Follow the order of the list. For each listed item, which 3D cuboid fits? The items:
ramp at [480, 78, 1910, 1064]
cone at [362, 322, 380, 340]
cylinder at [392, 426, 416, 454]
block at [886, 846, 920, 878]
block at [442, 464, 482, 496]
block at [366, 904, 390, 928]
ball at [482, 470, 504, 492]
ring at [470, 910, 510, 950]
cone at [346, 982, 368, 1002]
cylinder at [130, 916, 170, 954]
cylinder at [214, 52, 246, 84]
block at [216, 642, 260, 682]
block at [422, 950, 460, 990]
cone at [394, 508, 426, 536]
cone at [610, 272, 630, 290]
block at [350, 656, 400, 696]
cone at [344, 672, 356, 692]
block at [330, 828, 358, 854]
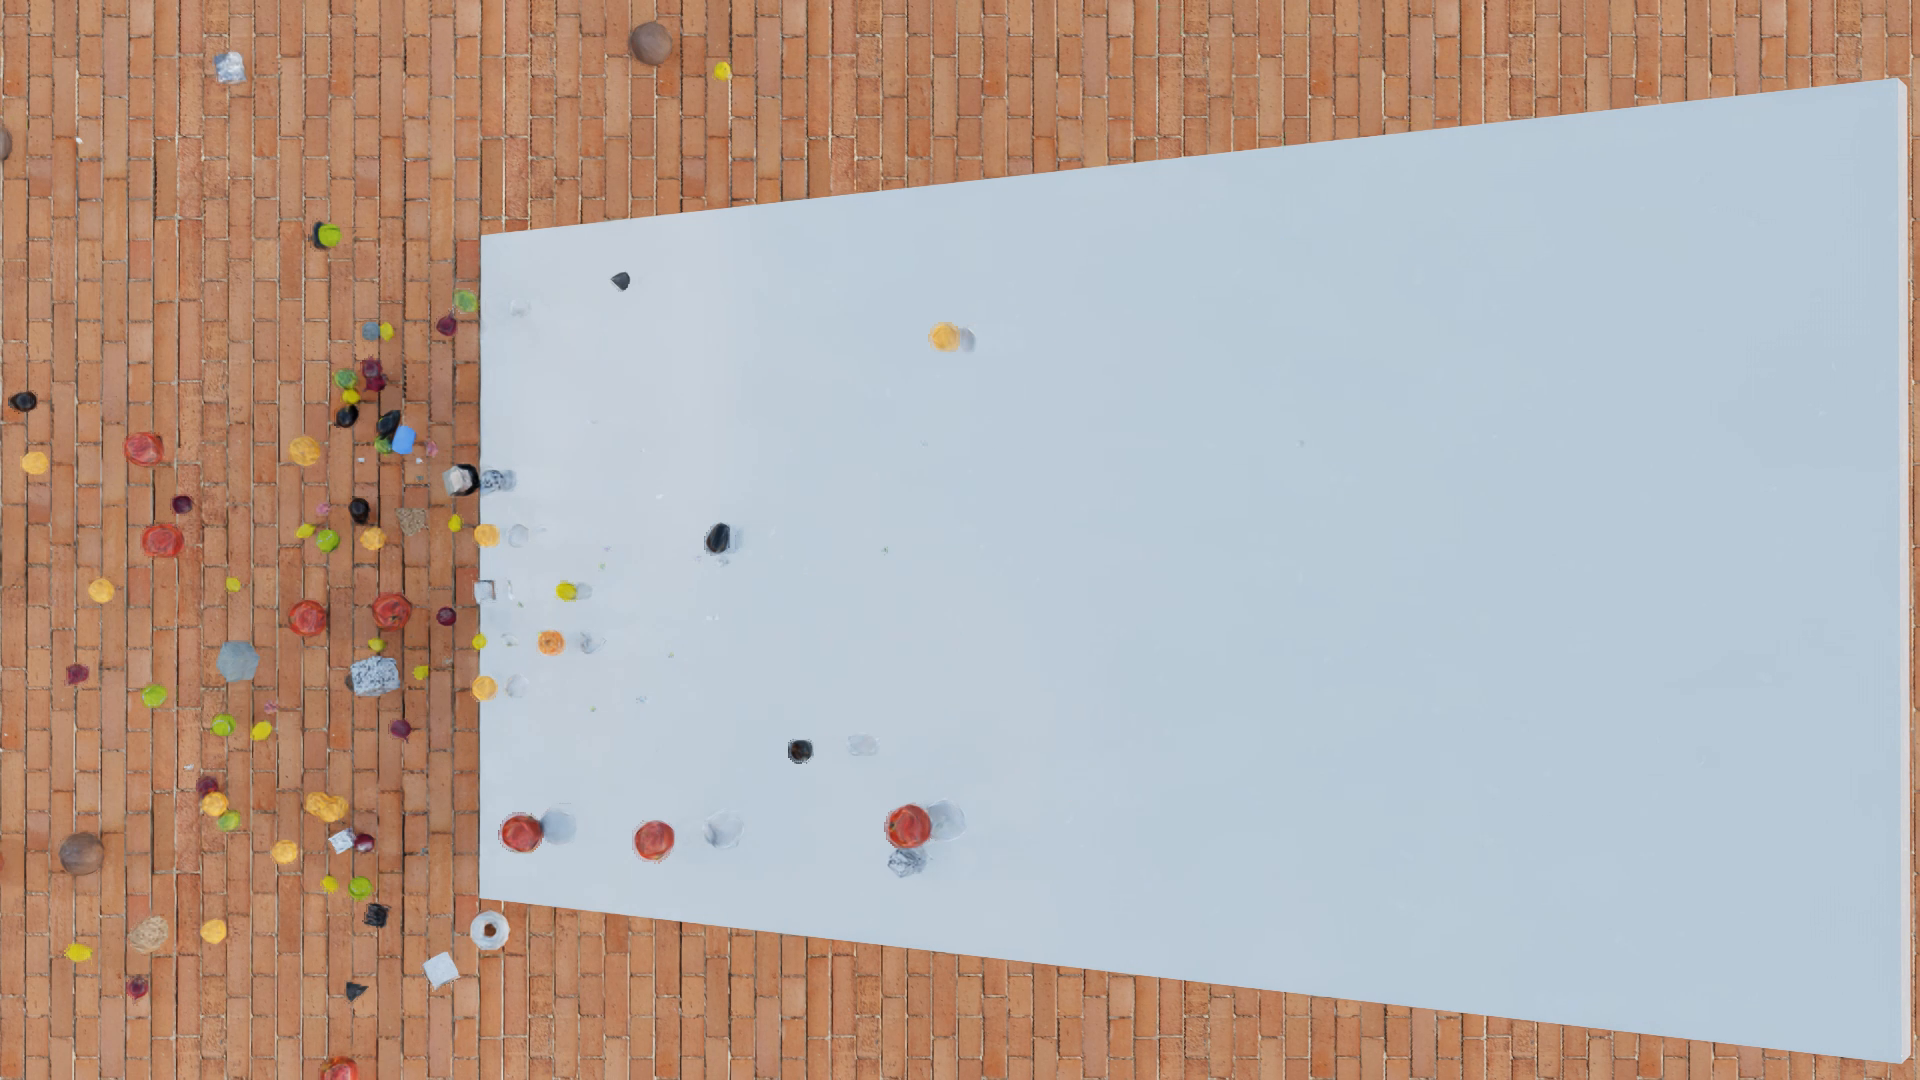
[{"bbox_3d":[0.256,0.070,5.591,4.000,0.100,2.000,0,89,33],"label":"ramp"},{"bbox_3d":[-1.802,-0.639,6.699,0.059,0.059,0.059,0,90,0],"label":"cone"},{"bbox_3d":[-1.679,-0.301,6.641,0.060,0.060,0.060,7,55,0],"label":"cylinder"},{"bbox_3d":[-0.148,0.841,5.755,0.055,0.055,0.055,46,113,25],"label":"block"},{"bbox_3d":[-1.505,-0.179,6.635,0.072,0.072,0.072,-27,75,30],"label":"block"},{"bbox_3d":[-1.770,1.141,6.682,0.055,0.055,0.055,13,88,-6],"label":"block"},{"bbox_3d":[-1.395,-0.178,6.567,0.065,0.065,0.065,0,90,0],"label":"ball"},{"bbox_3d":[-1.430,1.189,6.690,0.121,0.040,0.121,-1,84,5],"label":"ring"},{"bbox_3d":[-1.825,1.365,6.681,0.059,0.059,0.059,-16,90,7],"label":"cone"},{"bbox_3d":[-2.435,1.187,6.612,0.091,0.091,0.091,16,58,-27],"label":"cylinder"},{"bbox_3d":[-2.219,-1.433,6.685,0.079,0.079,0.079,-10,93,0],"label":"cylinder"},{"bbox_3d":[-2.183,0.368,6.650,0.083,0.083,0.083,40,115,36],"label":"block"},{"bbox_3d":[-1.557,1.292,6.599,0.080,0.080,0.080,-27,80,-18],"label":"block"},{"bbox_3d":[-1.694,-0.077,6.702,0.095,0.095,0.095,29,90,27],"label":"cone"},{"bbox_3d":[-0.986,-0.748,6.313,0.054,0.054,0.054,0,89,33],"label":"cone"},{"bbox_3d":[-1.767,0.413,6.649,0.094,0.094,0.094,-20,77,23],"label":"block"},{"bbox_3d":[-1.847,0.432,6.686,0.067,0.067,0.067,0,90,0],"label":"cone"},{"bbox_3d":[-1.870,0.913,6.676,0.055,0.055,0.055,-28,89,3],"label":"block"}]
